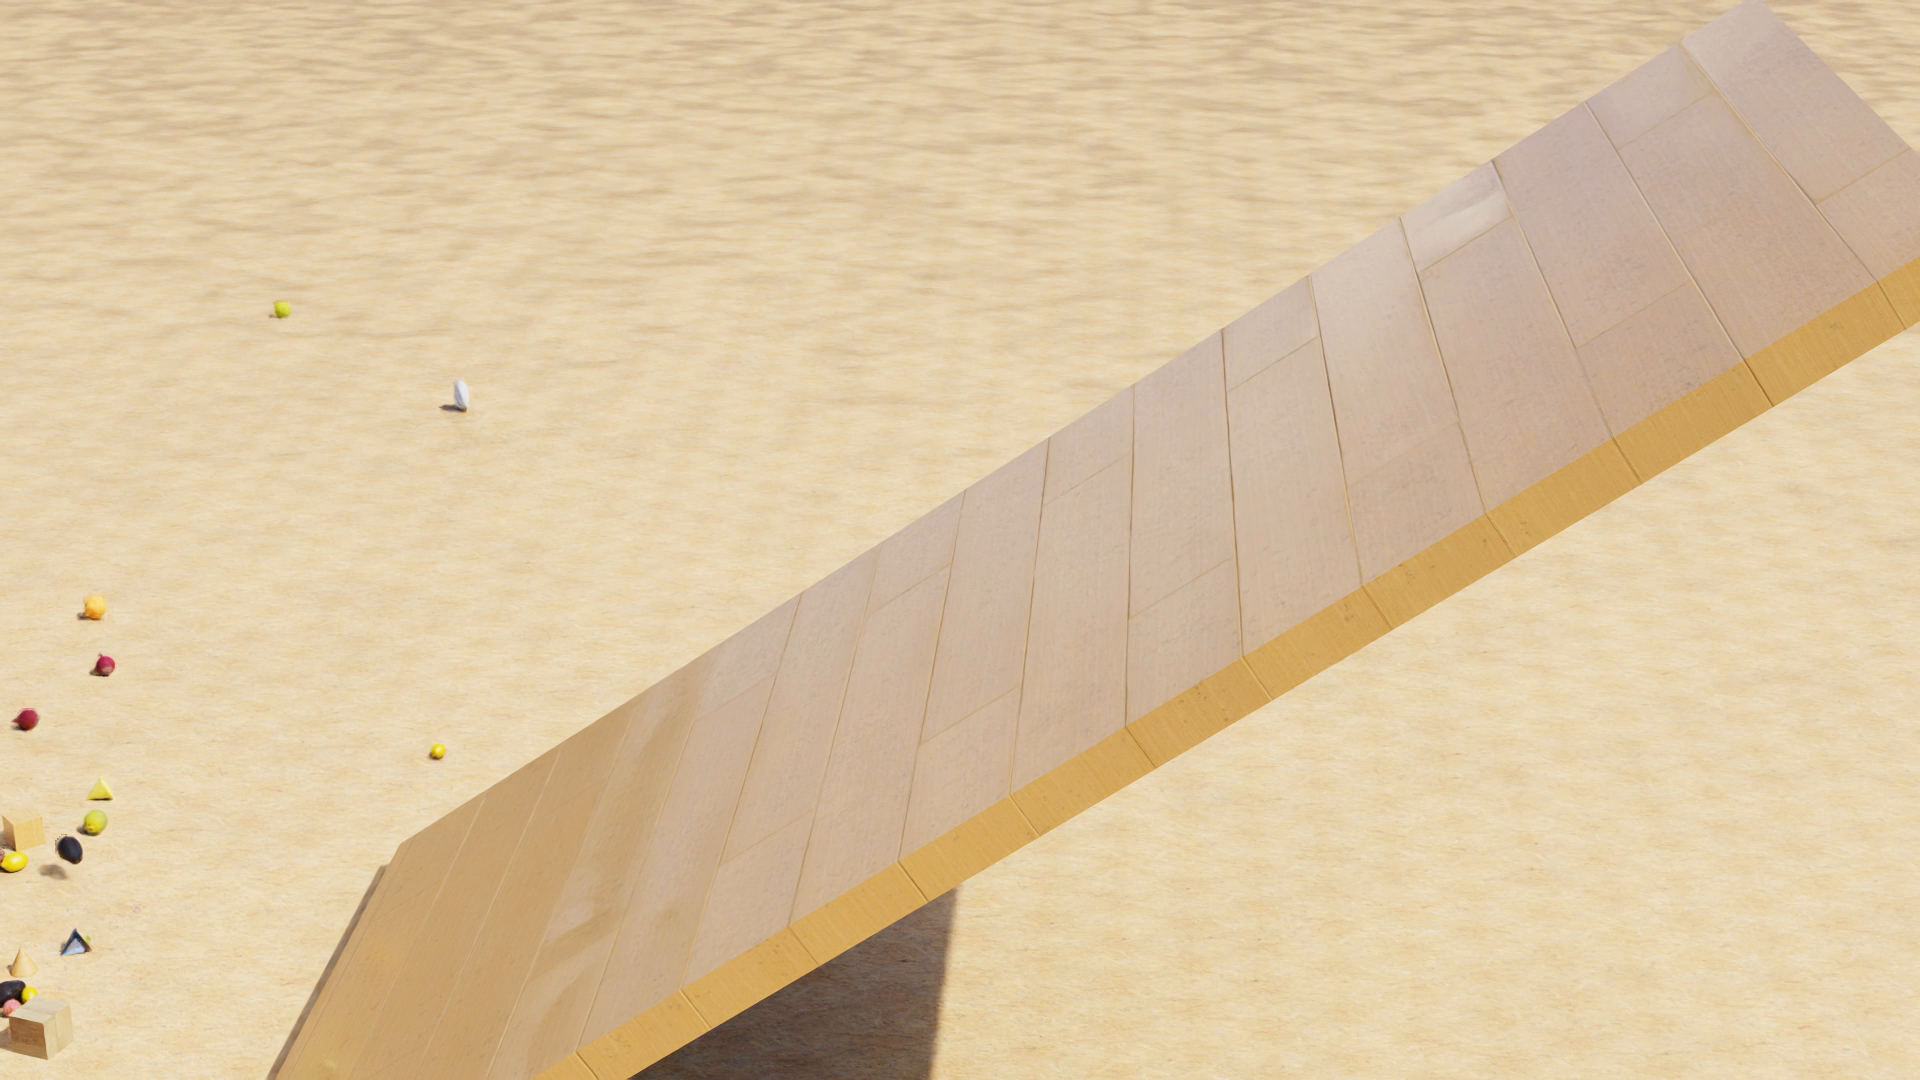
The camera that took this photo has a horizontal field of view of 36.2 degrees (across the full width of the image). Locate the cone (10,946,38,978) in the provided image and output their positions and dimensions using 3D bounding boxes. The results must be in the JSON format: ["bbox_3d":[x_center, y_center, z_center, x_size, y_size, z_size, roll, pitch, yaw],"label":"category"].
[{"bbox_3d":[-2.312,1.032,7.251,0.069,0.069,0.069,0,21,0],"label":"cone"}]

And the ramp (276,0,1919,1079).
[{"bbox_3d":[0.137,0.173,6.303,4.000,0.100,2.000,-32,16,15],"label":"ramp"}]

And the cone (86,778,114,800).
[{"bbox_3d":[-2.395,0.705,8.156,0.067,0.067,0.067,-32,28,-8],"label":"cone"}]

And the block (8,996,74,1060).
[{"bbox_3d":[-2.158,1.146,6.911,0.099,0.099,0.099,8,22,20],"label":"block"}]

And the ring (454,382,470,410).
[{"bbox_3d":[-1.915,-0.554,11.310,0.039,0.116,0.116,-10,23,-20],"label":"ring"}]

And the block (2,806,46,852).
[{"bbox_3d":[-2.514,0.777,7.899,0.080,0.080,0.080,-16,26,-35],"label":"block"}]
